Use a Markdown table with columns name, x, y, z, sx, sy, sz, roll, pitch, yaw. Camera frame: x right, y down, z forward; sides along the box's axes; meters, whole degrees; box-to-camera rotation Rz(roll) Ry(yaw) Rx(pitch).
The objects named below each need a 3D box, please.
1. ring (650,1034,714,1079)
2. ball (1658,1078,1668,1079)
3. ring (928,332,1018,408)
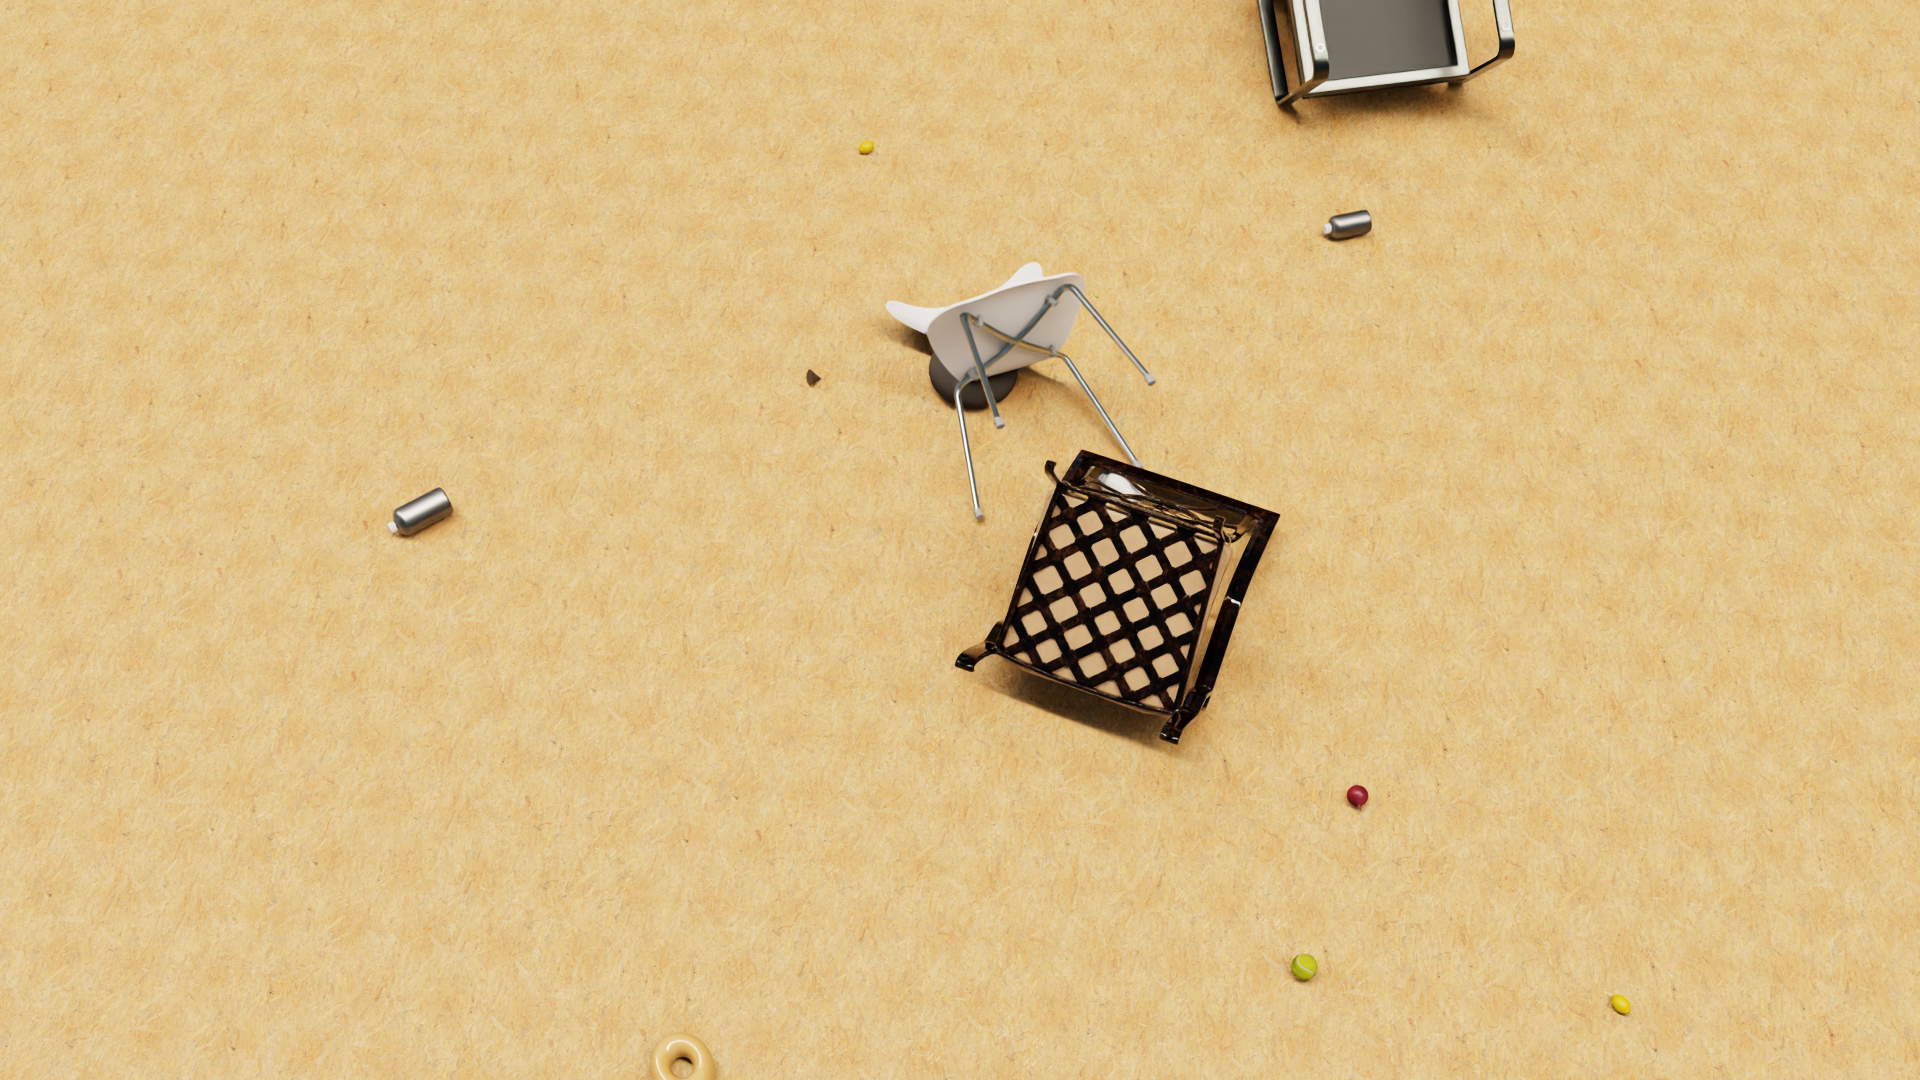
| name | x | y | z | sx | sy | sz | roll | pitch | yaw |
| --- | --- | --- | --- | --- | --- | --- | --- | --- | --- |
| ring | -0.710 | 1.348 | 5.624 | 0.161 | 0.076 | 0.186 | -28 | 62 | -16 |
| ball | 1.780 | 1.418 | 5.554 | 0.113 | 0.113 | 0.113 | 0 | 56 | 0 |
| ring | 0.041 | -0.532 | 6.890 | 0.279 | 0.070 | 0.296 | -5 | 56 | -4 |
